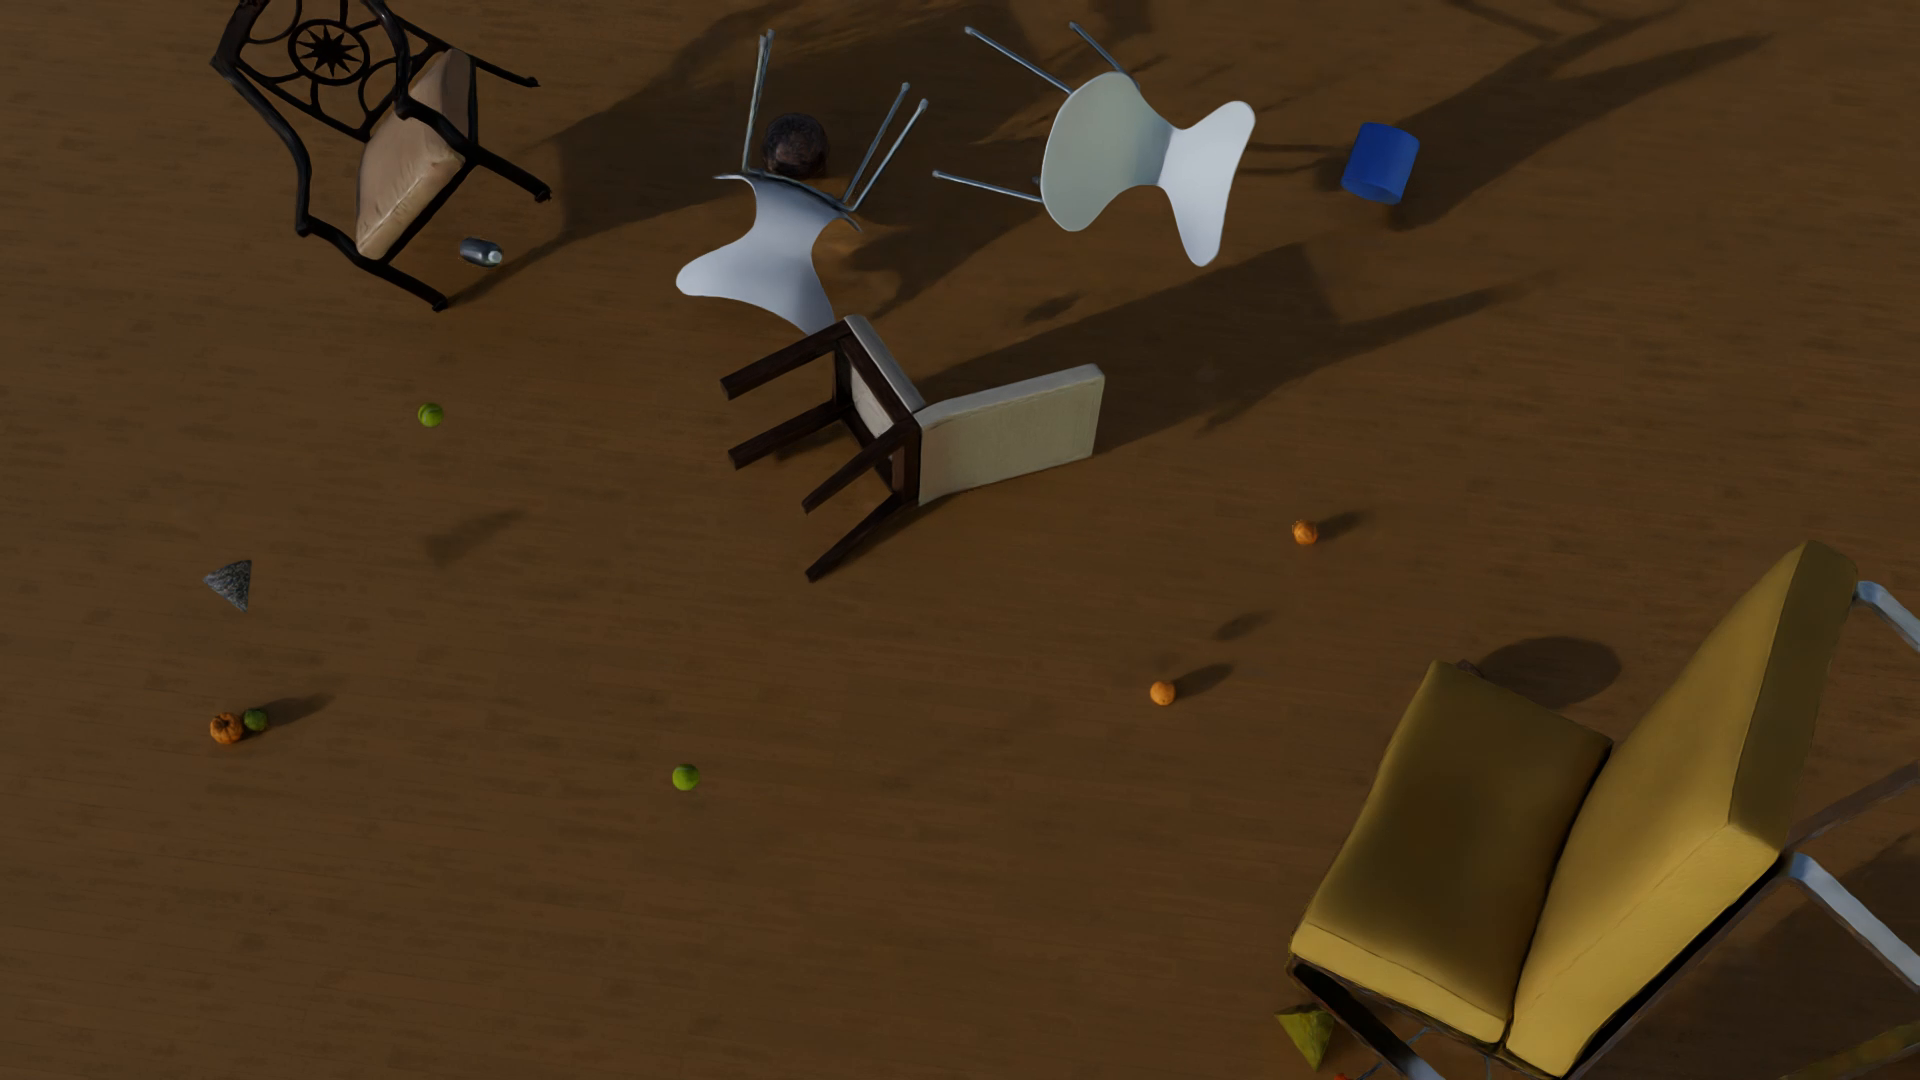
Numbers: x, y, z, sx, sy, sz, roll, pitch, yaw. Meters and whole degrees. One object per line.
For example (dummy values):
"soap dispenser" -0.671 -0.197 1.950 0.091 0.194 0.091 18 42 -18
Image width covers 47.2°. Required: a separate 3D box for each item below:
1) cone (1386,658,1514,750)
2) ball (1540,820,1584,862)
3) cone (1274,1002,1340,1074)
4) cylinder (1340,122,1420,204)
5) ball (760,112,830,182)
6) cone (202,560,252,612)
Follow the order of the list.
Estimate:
"cone" 1.340 0.507 6.192 0.337 0.132 0.260 -29 46 -4
"ball" 1.628 0.815 5.957 0.116 0.116 0.116 0 56 0
"cone" 0.906 1.291 5.661 0.177 0.171 0.169 -4 82 -33
"cylinder" 1.385 -1.240 7.246 0.204 0.196 0.201 20 86 7
"ball" -0.548 -1.306 7.313 0.227 0.227 0.227 0 56 0
"cone" -2.052 0.149 6.239 0.144 0.120 0.136 -25 84 -8
